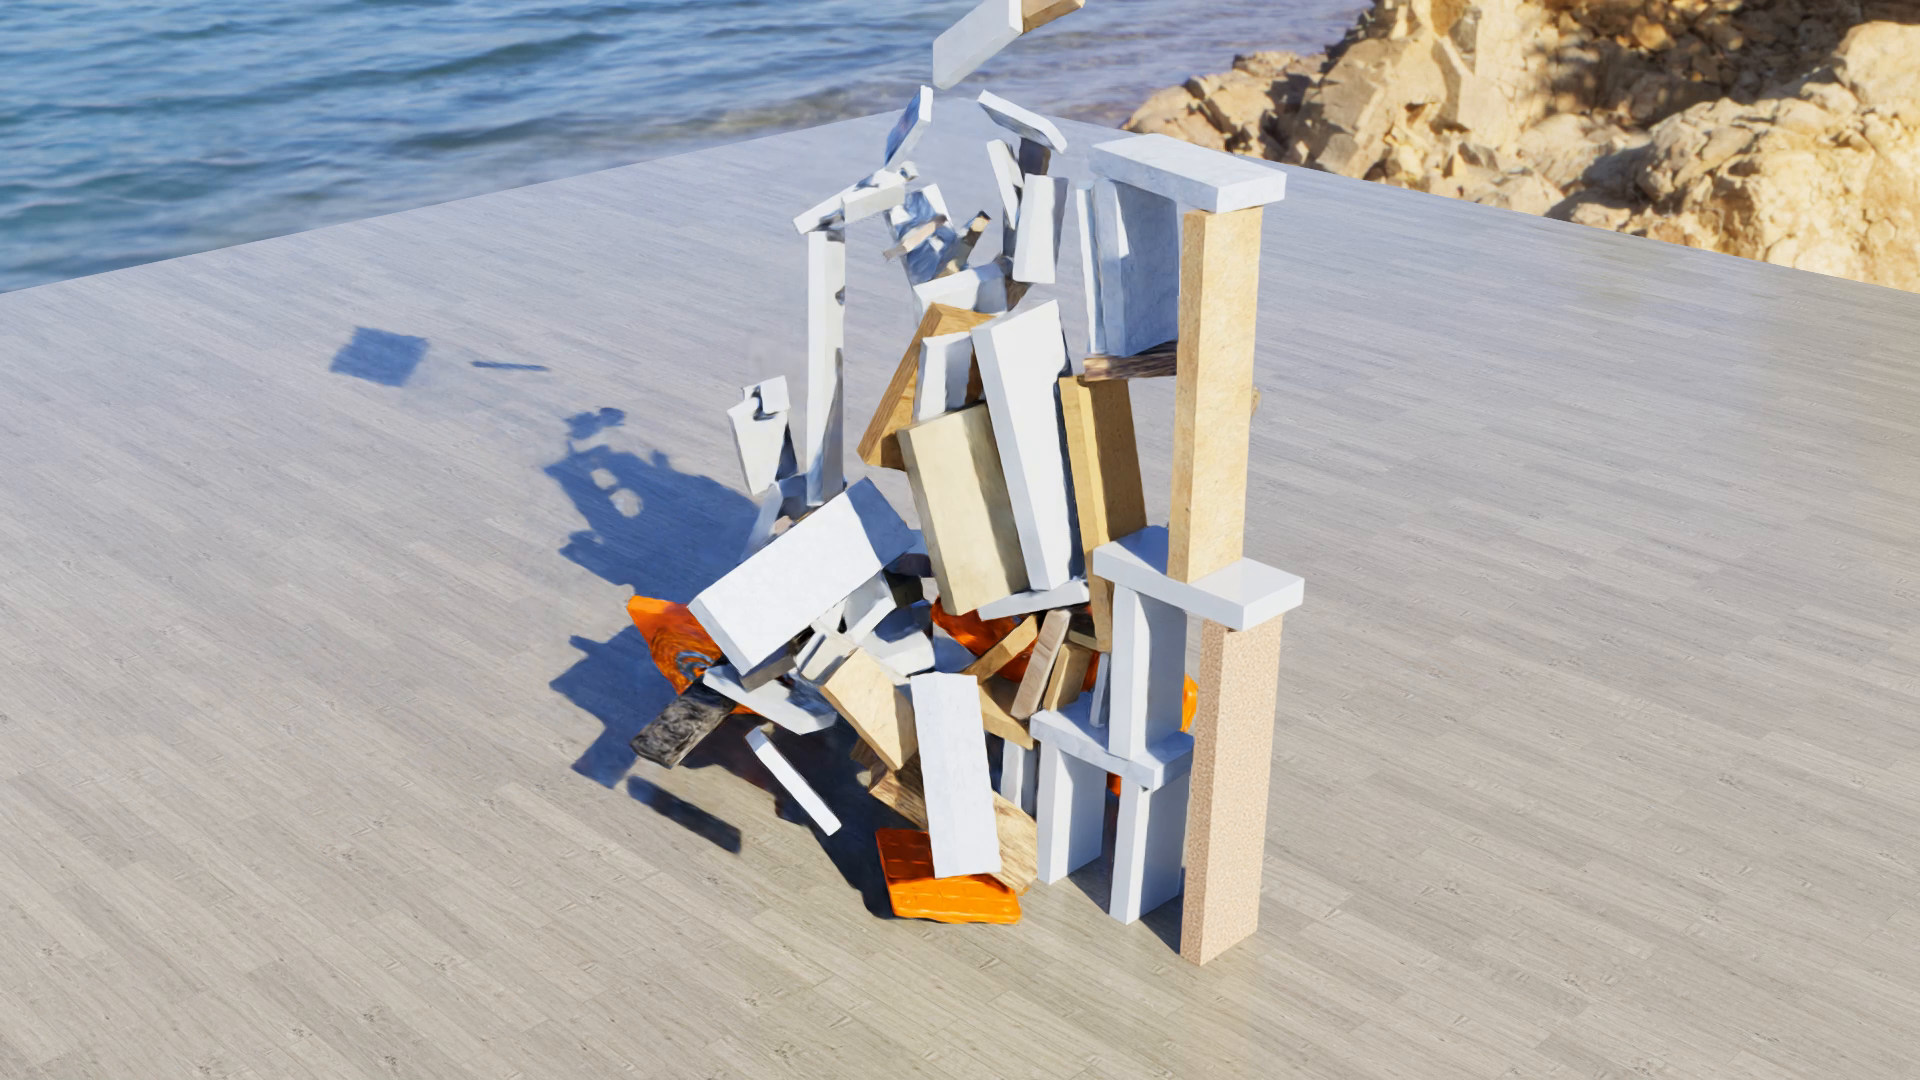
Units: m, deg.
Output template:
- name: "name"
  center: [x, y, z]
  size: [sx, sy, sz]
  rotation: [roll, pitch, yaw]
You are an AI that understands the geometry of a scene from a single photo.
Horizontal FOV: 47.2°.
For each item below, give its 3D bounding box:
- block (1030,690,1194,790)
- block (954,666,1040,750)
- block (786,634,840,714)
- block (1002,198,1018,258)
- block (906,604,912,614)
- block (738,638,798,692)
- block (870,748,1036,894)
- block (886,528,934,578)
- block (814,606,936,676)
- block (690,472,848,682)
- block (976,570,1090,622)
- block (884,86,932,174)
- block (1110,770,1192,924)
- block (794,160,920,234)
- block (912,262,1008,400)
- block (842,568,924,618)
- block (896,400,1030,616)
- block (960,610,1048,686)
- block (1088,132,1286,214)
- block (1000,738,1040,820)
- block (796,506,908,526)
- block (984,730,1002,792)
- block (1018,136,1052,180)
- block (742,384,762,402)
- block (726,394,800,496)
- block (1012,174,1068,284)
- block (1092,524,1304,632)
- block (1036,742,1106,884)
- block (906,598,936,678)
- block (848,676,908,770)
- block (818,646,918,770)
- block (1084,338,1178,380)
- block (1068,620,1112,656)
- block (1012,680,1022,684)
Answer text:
- name: "block"
  center: [0.290, 0.368, 4.066]
  size: [0.300, 0.042, 0.150]
  rotation: [20, 30, 40]
- name: "block"
  center: [0.078, 0.321, 4.259]
  size: [0.268, 0.038, 0.134]
  rotation: [20, 30, 37]
- name: "block"
  center: [-0.305, 0.243, 4.805]
  size: [0.149, 0.298, 0.042]
  rotation: [-14, 24, -29]
- name: "block"
  center: [0.125, -0.595, 4.151]
  size: [0.087, 0.174, 0.025]
  rotation: [23, 56, 19]
- name: "block"
  center: [-0.248, 0.123, 4.643]
  size: [0.149, 0.042, 0.298]
  rotation: [-26, 37, -28]
- name: "block"
  center: [-0.368, 0.201, 4.144]
  size: [0.106, 0.030, 0.211]
  rotation: [-29, 27, 5]
- name: "block"
  center: [-0.009, 0.495, 4.084]
  size: [0.354, 0.050, 0.177]
  rotation: [36, 24, -17]
- name: "block"
  center: [-0.084, 0.026, 4.516]
  size: [0.165, 0.047, 0.329]
  rotation: [28, 12, 35]
- name: "block"
  center: [-0.190, 0.178, 4.423]
  size: [0.177, 0.050, 0.354]
  rotation: [-17, 28, -12]
- name: "block"
  center: [-0.421, 0.093, 4.774]
  size: [0.165, 0.670, 0.047]
  rotation: [-17, 59, -37]
- name: "block"
  center: [0.169, 0.094, 4.064]
  size: [0.266, 0.038, 0.133]
  rotation: [-13, 8, 45]
- name: "block"
  center: [-0.094, -0.748, 4.012]
  size: [0.022, 0.158, 0.079]
  rotation: [16, 56, -20]
- name: "block"
  center: [0.353, 0.551, 4.075]
  size: [0.150, 0.300, 0.042]
  rotation: [-21, 34, -41]
- name: "block"
  center: [-0.201, -0.665, 4.267]
  size: [0.232, 0.033, 0.116]
  rotation: [-26, 3, 20]
- name: "block"
  center: [0.007, -0.351, 4.095]
  size: [0.163, 0.327, 0.046]
  rotation: [-19, 46, -14]
- name: "block"
  center: [-0.221, 0.065, 4.533]
  size: [0.165, 0.047, 0.329]
  rotation: [-19, 29, -20]
- name: "block"
  center: [0.013, -0.059, 4.020]
  size: [0.177, 0.355, 0.050]
  rotation: [-21, 15, -28]
- name: "block"
  center: [0.061, 0.227, 4.147]
  size: [0.038, 0.266, 0.133]
  rotation: [50, 49, 2]
- name: "block"
  center: [0.374, -0.611, 3.648]
  size: [0.154, 0.044, 0.309]
  rotation: [-17, 31, -35]
- name: "block"
  center: [0.137, 0.484, 4.274]
  size: [0.038, 0.268, 0.134]
  rotation: [24, 33, 36]
- name: "block"
  center: [-0.214, -0.027, 4.379]
  size: [0.200, 0.028, 0.100]
  rotation: [16, 40, 31]
- name: "block"
  center: [0.021, 0.437, 4.382]
  size: [0.134, 0.268, 0.038]
  rotation: [-21, 39, -40]
- name: "block"
  center: [0.134, -0.694, 4.028]
  size: [0.063, 0.126, 0.018]
  rotation: [-7, -26, 41]
- name: "block"
  center: [-0.412, -0.264, 4.464]
  size: [0.052, 0.103, 0.015]
  rotation: [-14, 30, -20]
- name: "block"
  center: [-0.398, -0.198, 4.458]
  size: [0.110, 0.221, 0.031]
  rotation: [-28, 50, -17]
- name: "block"
  center: [0.141, -0.545, 3.855]
  size: [0.026, 0.184, 0.092]
  rotation: [16, 14, 37]
- name: "block"
  center: [0.411, 0.062, 3.818]
  size: [0.333, 0.047, 0.166]
  rotation: [22, 30, 40]
- name: "block"
  center: [0.213, 0.496, 4.205]
  size: [0.042, 0.300, 0.150]
  rotation: [24, 32, 38]
- name: "block"
  center: [-0.130, 0.281, 4.711]
  size: [0.149, 0.298, 0.042]
  rotation: [-12, 23, -23]
- name: "block"
  center: [-0.128, 0.363, 4.398]
  size: [0.050, 0.177, 0.466]
  rotation: [30, -1, 6]
- name: "block"
  center: [-0.150, 0.303, 3.948]
  size: [0.103, 0.206, 0.029]
  rotation: [-47, 12, -30]
- name: "block"
  center: [0.365, -0.325, 3.870]
  size: [0.283, 0.040, 0.142]
  rotation: [-3, 18, 9]
- name: "block"
  center: [0.280, 0.186, 4.031]
  size: [0.147, 0.021, 0.073]
  rotation: [19, 25, 35]
- name: "block"
  center: [0.072, 0.353, 4.737]
  size: [0.200, 0.028, 0.100]
  rotation: [2, 59, -25]
